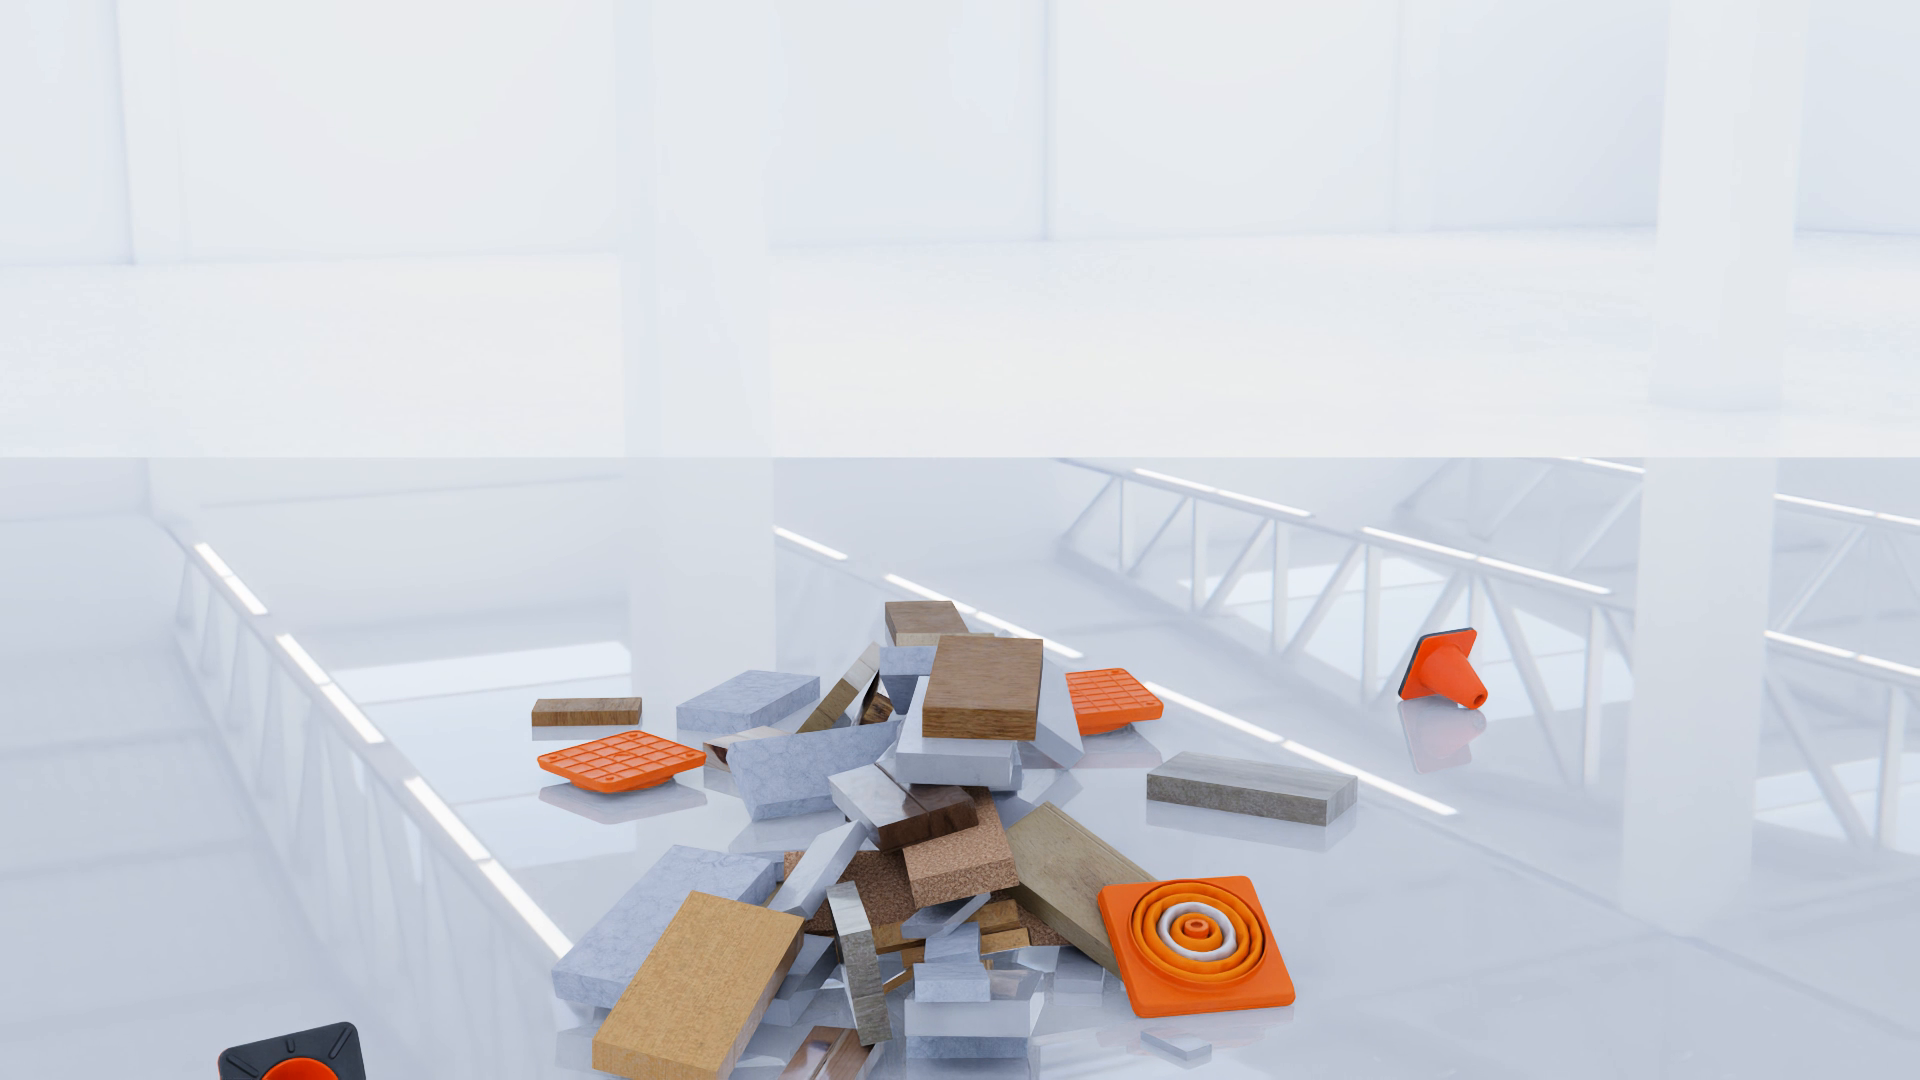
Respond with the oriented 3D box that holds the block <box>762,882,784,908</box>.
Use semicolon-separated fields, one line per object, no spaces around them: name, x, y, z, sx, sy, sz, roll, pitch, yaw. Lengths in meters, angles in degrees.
block;-0.317;0.594;3.572;0.098;0.028;0.196;2;11;9

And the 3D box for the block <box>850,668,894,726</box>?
block;-0.177;0.350;4.527;0.044;0.155;0.310;28;10;-4

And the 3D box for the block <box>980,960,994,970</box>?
block;0.004;0.631;3.232;0.077;0.022;0.154;-1;-12;-4

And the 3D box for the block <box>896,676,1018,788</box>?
block;0.004;0.308;3.582;0.178;0.050;0.355;2;16;5

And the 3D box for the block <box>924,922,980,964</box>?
block;-0.010;0.588;3.177;0.077;0.022;0.154;-10;5;2

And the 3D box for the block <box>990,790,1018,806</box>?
block;0.009;0.501;3.793;0.167;0.047;0.335;0;25;4

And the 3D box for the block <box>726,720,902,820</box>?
block;-0.243;0.434;4.173;0.370;0.044;0.155;-5;46;-27

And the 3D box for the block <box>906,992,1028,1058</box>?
block;0.007;0.655;2.983;0.156;0.044;0.311;0;-4;-1

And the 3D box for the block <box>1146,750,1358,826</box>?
block;0.555;0.470;4.177;0.357;0.051;0.179;6;12;28

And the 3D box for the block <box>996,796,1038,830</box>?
block;-0.027;0.511;3.540;0.377;0.027;0.095;-23;25;-31

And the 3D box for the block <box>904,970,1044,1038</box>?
block;0.023;0.603;2.873;0.156;0.044;0.311;-1;-4;5

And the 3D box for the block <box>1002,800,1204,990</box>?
block;0.197;0.540;3.374;0.321;0.046;0.161;33;46;30

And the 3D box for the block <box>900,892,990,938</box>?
block;-0.021;0.554;3.279;0.071;0.020;0.162;-7;9;27

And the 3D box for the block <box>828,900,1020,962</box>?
block;-0.132;0.601;3.293;0.444;0.013;0.047;-11;34;0

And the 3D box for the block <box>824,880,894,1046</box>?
block;-0.145;0.594;3.112;0.044;0.154;0.309;-11;5;-6

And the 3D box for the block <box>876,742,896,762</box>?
block;-0.071;0.371;3.843;0.095;0.027;0.190;3;15;16

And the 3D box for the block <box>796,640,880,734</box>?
block;-0.248;0.326;4.649;0.048;0.168;0.336;40;14;0

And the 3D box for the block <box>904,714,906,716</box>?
block;-0.039;0.336;4.737;0.175;0.050;0.350;-2;21;-10

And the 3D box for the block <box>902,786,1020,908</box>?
block;-0.017;0.450;3.428;0.154;0.044;0.489;-12;12;-3

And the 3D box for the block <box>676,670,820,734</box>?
block;-0.458;0.354;4.805;0.175;0.050;0.350;4;11;21

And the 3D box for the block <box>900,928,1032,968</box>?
block;0.011;0.611;3.295;0.190;0.027;0.095;-11;-11;2

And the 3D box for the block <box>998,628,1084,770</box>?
block;0.155;0.322;4.492;0.168;0.048;0.336;36;18;-20

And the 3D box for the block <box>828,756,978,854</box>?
block;-0.094;0.411;3.472;0.154;0.044;0.309;-15;13;-15

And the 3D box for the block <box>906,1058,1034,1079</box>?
block;0.010;0.686;2.797;0.156;0.044;0.311;0;-4;-1

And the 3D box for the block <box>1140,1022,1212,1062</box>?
block;0.300;0.697;3.056;0.047;0.013;0.094;-8;13;-37

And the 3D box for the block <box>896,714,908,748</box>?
block;0.002;0.322;3.824;0.178;0.050;0.356;2;6;6

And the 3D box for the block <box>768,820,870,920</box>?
block;-0.220;0.508;3.325;0.098;0.028;0.196;-26;18;40

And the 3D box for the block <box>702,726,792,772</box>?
block;-0.334;0.437;4.361;0.336;0.048;0.168;9;14;41

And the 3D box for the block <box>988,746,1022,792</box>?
block;0.013;0.373;3.978;0.167;0.047;0.335;-2;15;-3

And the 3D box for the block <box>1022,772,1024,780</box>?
block;0.065;0.460;4.232;0.106;0.015;0.053;11;44;24

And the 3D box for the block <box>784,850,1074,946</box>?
block;-0.014;0.554;3.404;0.510;0.046;0.161;0;39;-7

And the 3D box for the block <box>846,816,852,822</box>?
block;-0.158;0.482;4.079;0.123;0.062;0.017;-8;13;-38

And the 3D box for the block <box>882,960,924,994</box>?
block;-0.078;0.639;3.226;0.094;0.013;0.047;-35;-7;27

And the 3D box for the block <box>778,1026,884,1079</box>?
block;-0.189;0.721;2.888;0.098;0.028;0.339;2;11;12

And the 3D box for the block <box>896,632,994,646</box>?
block;-0.031;0.235;4.169;0.179;0.051;0.357;0;-13;-2

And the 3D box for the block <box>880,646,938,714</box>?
block;-0.043;0.262;4.064;0.178;0.050;0.456;-1;-13;2

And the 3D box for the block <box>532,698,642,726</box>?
block;-0.806;0.371;4.758;0.226;0.032;0.113;-1;11;-3

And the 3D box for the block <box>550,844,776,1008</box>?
block;-0.433;0.574;3.260;0.175;0.049;0.349;5;25;24

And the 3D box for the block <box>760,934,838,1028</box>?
block;-0.361;0.628;3.239;0.321;0.046;0.161;4;25;22

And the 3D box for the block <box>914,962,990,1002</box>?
block;-0.013;0.562;2.798;0.092;0.026;0.184;0;-4;-2

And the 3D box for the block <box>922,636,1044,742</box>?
block;0.042;0.241;3.633;0.179;0.051;0.357;2;16;4

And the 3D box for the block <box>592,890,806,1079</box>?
block;-0.355;0.622;3.040;0.175;0.049;0.349;12;28;12

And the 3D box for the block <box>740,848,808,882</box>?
block;-0.305;0.547;3.690;0.226;0.032;0.113;2;0;-38

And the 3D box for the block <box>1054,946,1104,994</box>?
block;0.181;0.646;3.313;0.071;0.020;0.142;1;11;6

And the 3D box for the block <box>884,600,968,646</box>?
block;-0.056;0.263;5.295;0.175;0.050;0.885;-1;11;-7
